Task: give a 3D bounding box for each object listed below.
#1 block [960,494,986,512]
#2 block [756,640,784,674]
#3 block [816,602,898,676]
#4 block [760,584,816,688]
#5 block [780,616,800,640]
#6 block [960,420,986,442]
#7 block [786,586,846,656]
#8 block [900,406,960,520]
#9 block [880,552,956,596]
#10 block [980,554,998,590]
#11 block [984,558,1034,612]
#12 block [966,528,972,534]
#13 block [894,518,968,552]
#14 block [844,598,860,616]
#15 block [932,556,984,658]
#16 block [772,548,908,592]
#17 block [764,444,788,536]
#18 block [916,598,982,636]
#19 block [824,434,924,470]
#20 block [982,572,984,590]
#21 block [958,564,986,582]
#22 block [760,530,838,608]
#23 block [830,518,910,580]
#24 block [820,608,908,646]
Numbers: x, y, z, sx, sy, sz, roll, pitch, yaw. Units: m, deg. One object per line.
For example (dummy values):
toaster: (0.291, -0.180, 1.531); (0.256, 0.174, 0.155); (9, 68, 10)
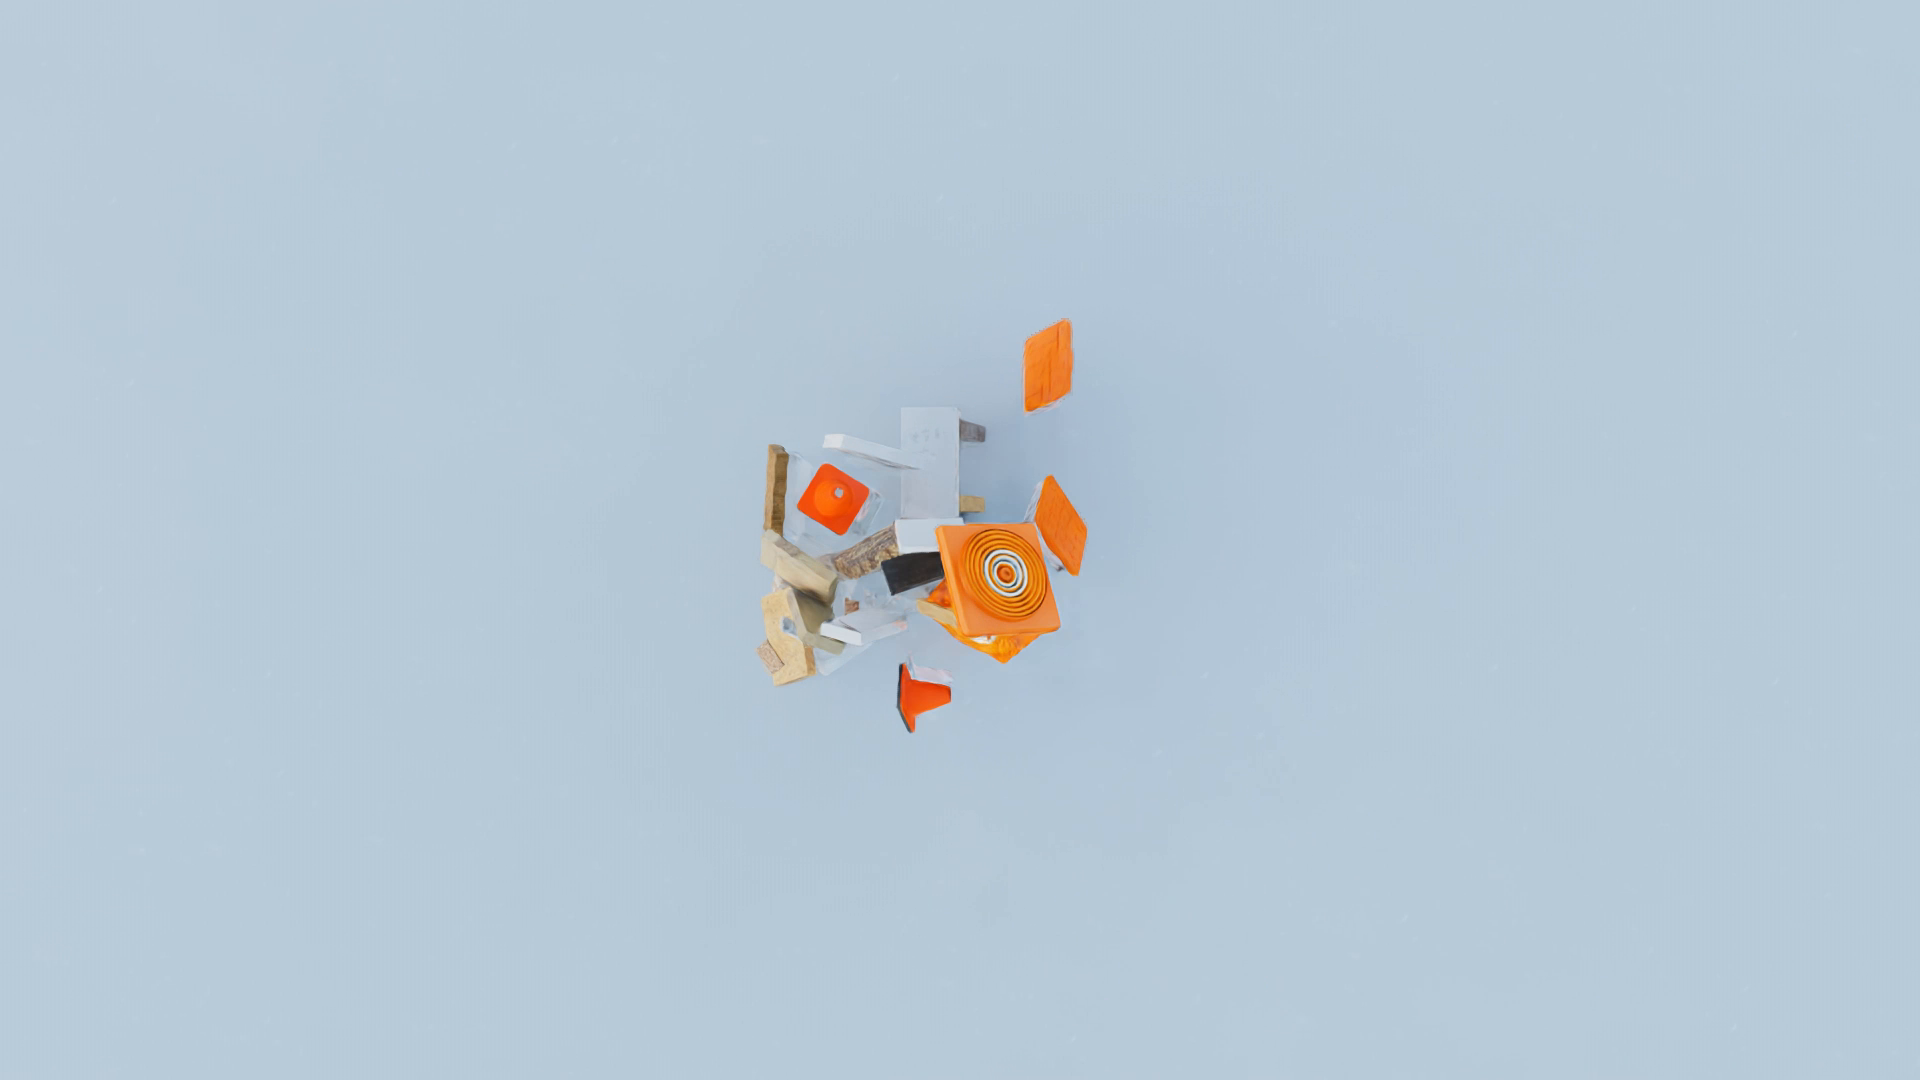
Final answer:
block: (-0.043, -0.116, 5.308); (0.176, 0.351, 0.050); (0, 90, 14)
block: (-0.562, 0.346, 4.868); (0.045, 0.013, 0.091); (-38, 78, 10)
block: (-0.321, 0.313, 5.183); (0.286, 0.143, 0.041); (-34, 73, -16)
block: (-0.531, 0.298, 5.103); (0.143, 0.041, 0.286); (-22, 71, 33)
block: (-0.500, 0.263, 4.903); (0.013, 0.091, 0.045); (-23, 57, 27)
block: (-0.042, -0.350, 5.309); (0.176, 0.351, 0.050); (0, 90, 14)
block: (-0.434, 0.242, 4.947); (0.131, 0.294, 0.037); (22, 108, -24)
block: (-0.092, -0.234, 5.114); (0.175, 0.050, 0.351); (0, 90, 14)
block: (-0.121, 0.081, 4.738); (0.194, 0.028, 0.097); (-18, 71, -11)
block: (0.083, 0.090, 4.618); (0.013, 0.047, 0.094); (-22, 111, -6)
block: (0.147, 0.131, 4.894); (0.097, 0.194, 0.028); (42, 124, 0)
block: (0.003, -0.029, 5.428); (0.072, 0.143, 0.020); (0, 90, 0)
block: (-0.080, -0.014, 4.623); (0.194, 0.028, 0.097); (-2, 52, -15)
block: (-0.328, 0.212, 4.999); (0.045, 0.091, 0.013); (22, 119, -17)
block: (-0.008, 0.210, 5.162); (0.157, 0.044, 0.313); (-2, 90, 0)
block: (-0.369, 0.080, 5.343); (0.480, 0.143, 0.041); (-16, 65, -22)
block: (-0.579, -0.151, 5.186); (0.039, 0.138, 0.275); (1, 106, -16)
block: (-0.034, 0.222, 4.822); (0.013, 0.321, 0.047); (-20, 110, -29)
block: (-0.259, -0.266, 4.983); (0.275, 0.138, 0.039); (14, 87, -27)
block: (-0.002, 0.124, 5.342); (0.157, 0.313, 0.044); (-1, 83, 0)
block: (0.037, 0.094, 4.690); (0.047, 0.094, 0.013); (-6, 110, 31)
block: (-0.490, 0.086, 4.994); (0.263, 0.131, 0.037); (34, 54, 15)
block: (-0.241, 0.023, 4.998); (0.275, 0.138, 0.039); (-31, 116, -24)
block: (-0.274, 0.249, 4.768); (0.131, 0.263, 0.037); (14, 104, 26)
